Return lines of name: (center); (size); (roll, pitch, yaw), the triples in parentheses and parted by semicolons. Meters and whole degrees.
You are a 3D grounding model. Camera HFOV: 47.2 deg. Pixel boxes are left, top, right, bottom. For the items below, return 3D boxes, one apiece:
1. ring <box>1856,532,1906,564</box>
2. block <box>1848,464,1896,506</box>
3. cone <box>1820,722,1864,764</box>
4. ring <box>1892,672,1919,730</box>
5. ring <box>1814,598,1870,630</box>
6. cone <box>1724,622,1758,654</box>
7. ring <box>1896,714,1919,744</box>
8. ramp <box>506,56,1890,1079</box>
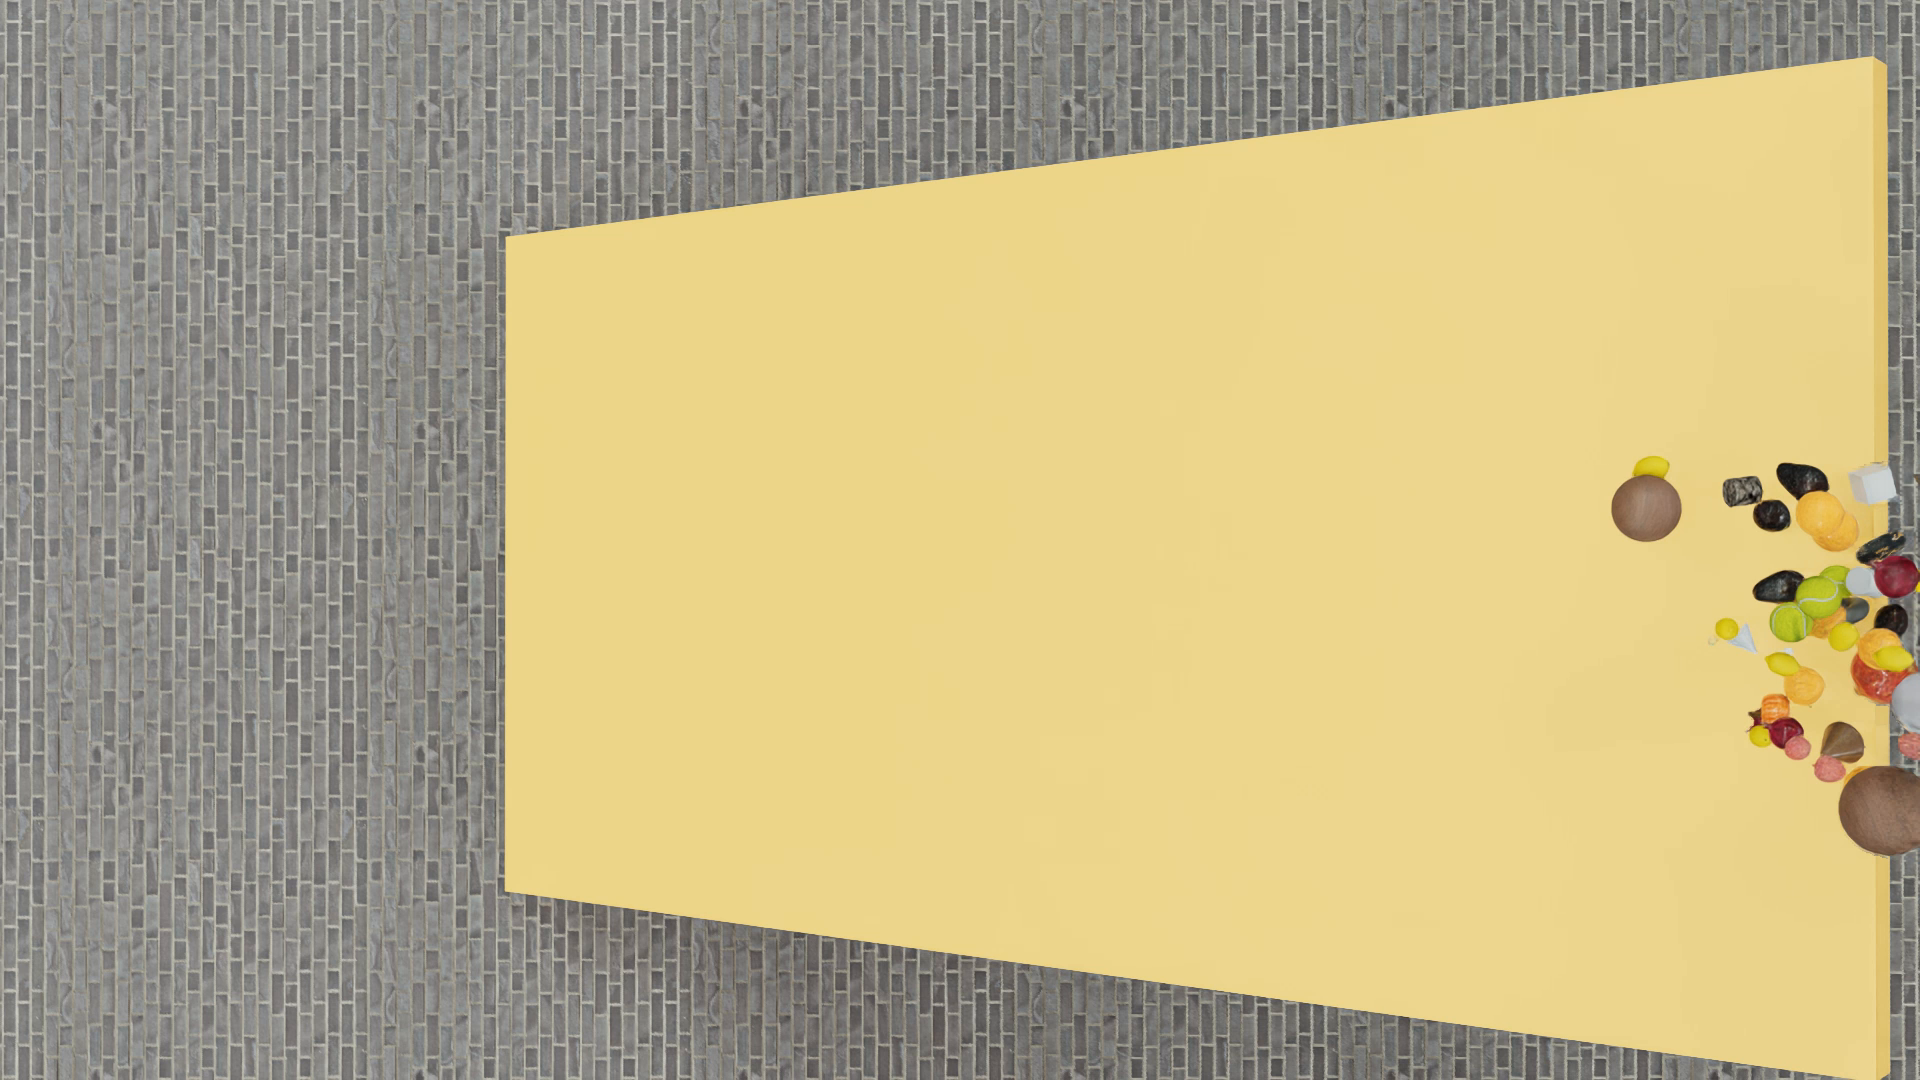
ring: (1.759, 0.015, 4.200); (0.098, 0.098, 0.033); (-23, 72, 0)
block: (1.741, -0.106, 4.197); (0.057, 0.057, 0.057); (-18, 101, -1)
cone: (1.400, 0.338, 3.533); (0.072, 0.072, 0.072); (-20, 90, -35)
ring: (1.351, 0.220, 3.005); (0.146, 0.146, 0.049); (10, 61, 0)
ring: (1.651, 0.138, 4.119); (0.102, 0.102, 0.034); (-24, 96, 0)
cone: (1.463, 0.192, 4.087); (0.057, 0.057, 0.057); (-41, 76, 0)
ring: (1.601, 0.308, 3.668); (0.036, 0.109, 0.109); (-37, 90, 11)
ramp: (0.227, 0.064, 5.545); (4.000, 0.100, 2.000); (0, 89, 38)
